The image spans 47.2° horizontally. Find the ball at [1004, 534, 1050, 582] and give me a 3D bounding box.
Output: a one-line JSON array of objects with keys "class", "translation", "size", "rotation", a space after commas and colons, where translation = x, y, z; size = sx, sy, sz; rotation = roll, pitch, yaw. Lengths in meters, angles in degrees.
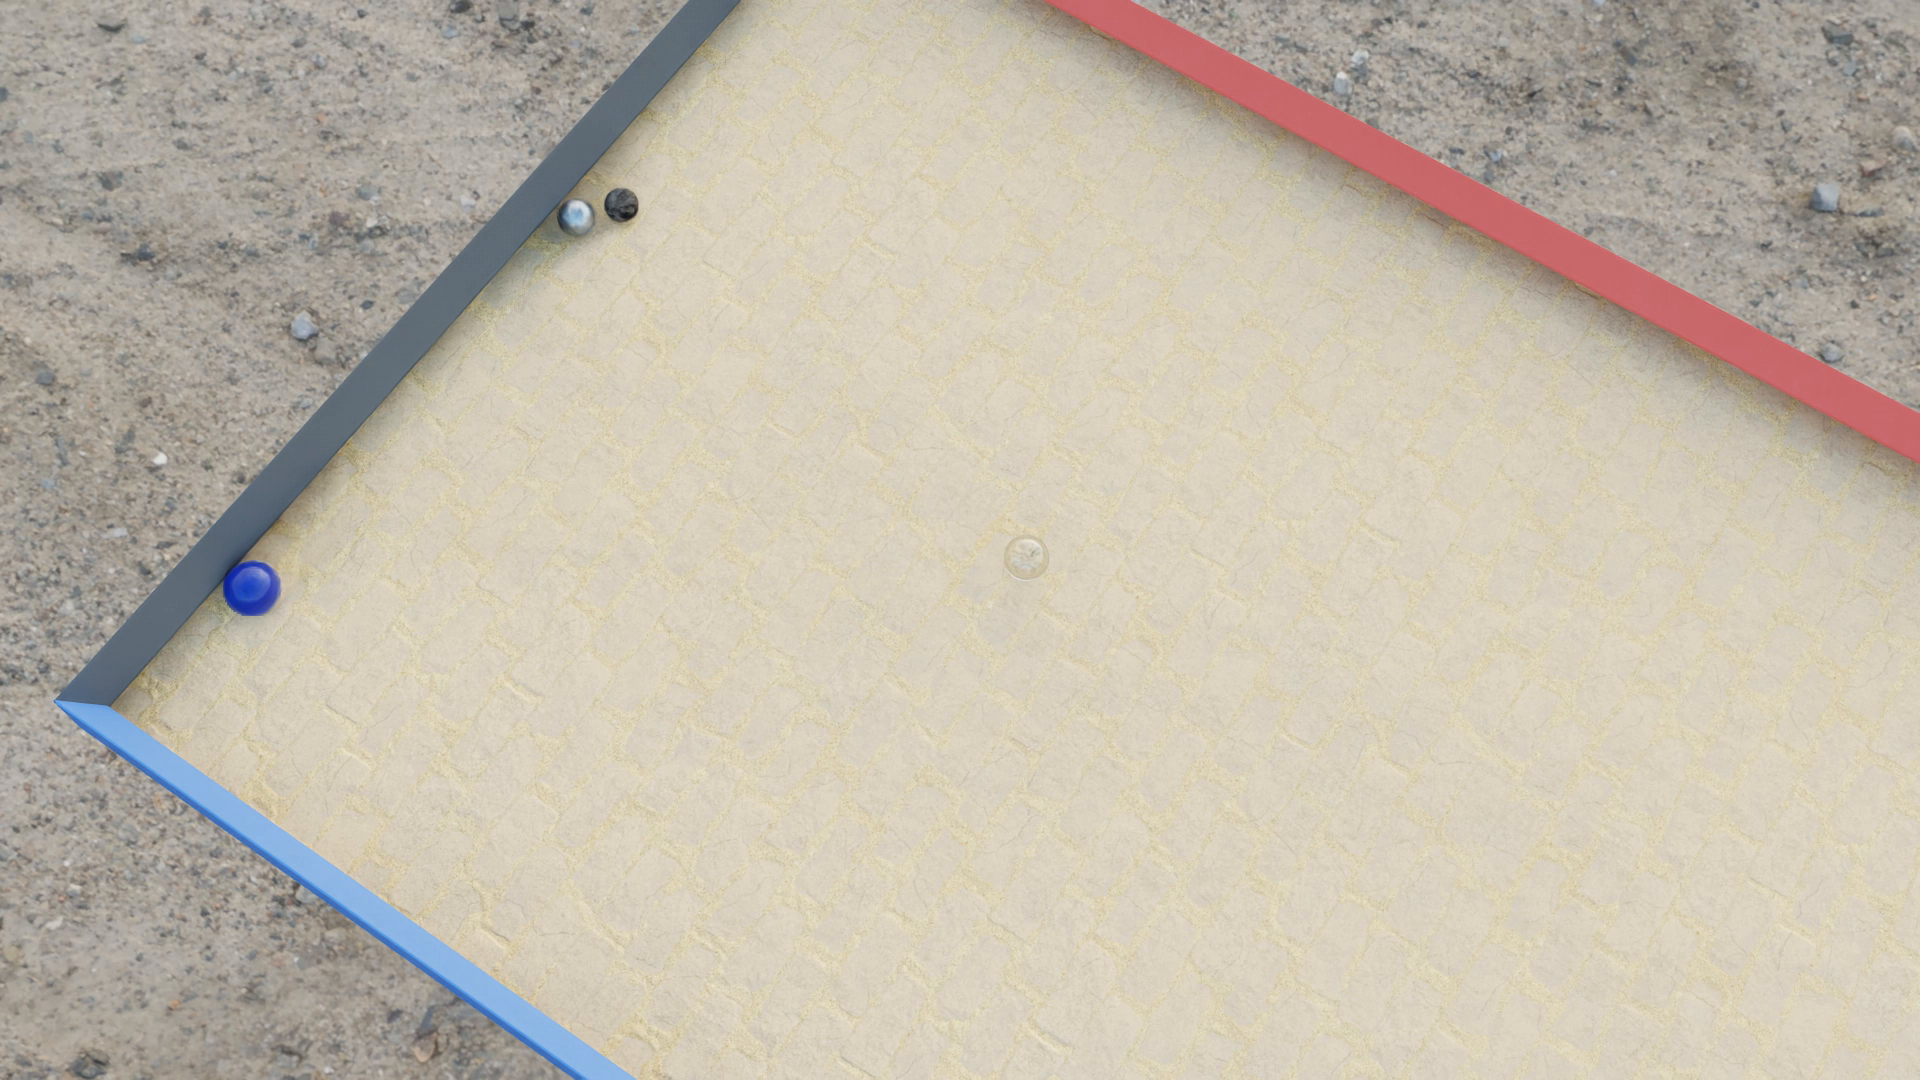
[{"class": "ball", "translation": [0.108, 0.029, 3.563], "size": [0.076, 0.076, 0.076], "rotation": [0, 65, 0]}]

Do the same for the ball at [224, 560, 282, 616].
[{"class": "ball", "translation": [-1.136, 0.077, 3.533], "size": [0.089, 0.089, 0.089], "rotation": [0, 65, 0]}]

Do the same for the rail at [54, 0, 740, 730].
[{"class": "rail", "translation": [-0.797, -0.492, 3.787], "size": [0.045, 0.115, 2.066], "rotation": [31, 68, 14]}]

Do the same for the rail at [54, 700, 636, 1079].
[{"class": "rail", "translation": [0.255, 1.243, 2.964], "size": [3.933, 0.115, 0.045], "rotation": [31, 68, 14]}]

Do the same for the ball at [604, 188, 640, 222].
[{"class": "ball", "translation": [-0.594, -0.589, 3.865], "size": [0.060, 0.060, 0.060], "rotation": [0, 65, 0]}]

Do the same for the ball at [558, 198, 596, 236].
[{"class": "ball", "translation": [-0.672, -0.564, 3.850], "size": [0.066, 0.066, 0.066], "rotation": [0, 65, 0]}]

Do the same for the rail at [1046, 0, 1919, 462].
[{"class": "rail", "translation": [1.379, -0.272, 3.683], "size": [3.933, 0.115, 0.045], "rotation": [31, 68, 14]}]
